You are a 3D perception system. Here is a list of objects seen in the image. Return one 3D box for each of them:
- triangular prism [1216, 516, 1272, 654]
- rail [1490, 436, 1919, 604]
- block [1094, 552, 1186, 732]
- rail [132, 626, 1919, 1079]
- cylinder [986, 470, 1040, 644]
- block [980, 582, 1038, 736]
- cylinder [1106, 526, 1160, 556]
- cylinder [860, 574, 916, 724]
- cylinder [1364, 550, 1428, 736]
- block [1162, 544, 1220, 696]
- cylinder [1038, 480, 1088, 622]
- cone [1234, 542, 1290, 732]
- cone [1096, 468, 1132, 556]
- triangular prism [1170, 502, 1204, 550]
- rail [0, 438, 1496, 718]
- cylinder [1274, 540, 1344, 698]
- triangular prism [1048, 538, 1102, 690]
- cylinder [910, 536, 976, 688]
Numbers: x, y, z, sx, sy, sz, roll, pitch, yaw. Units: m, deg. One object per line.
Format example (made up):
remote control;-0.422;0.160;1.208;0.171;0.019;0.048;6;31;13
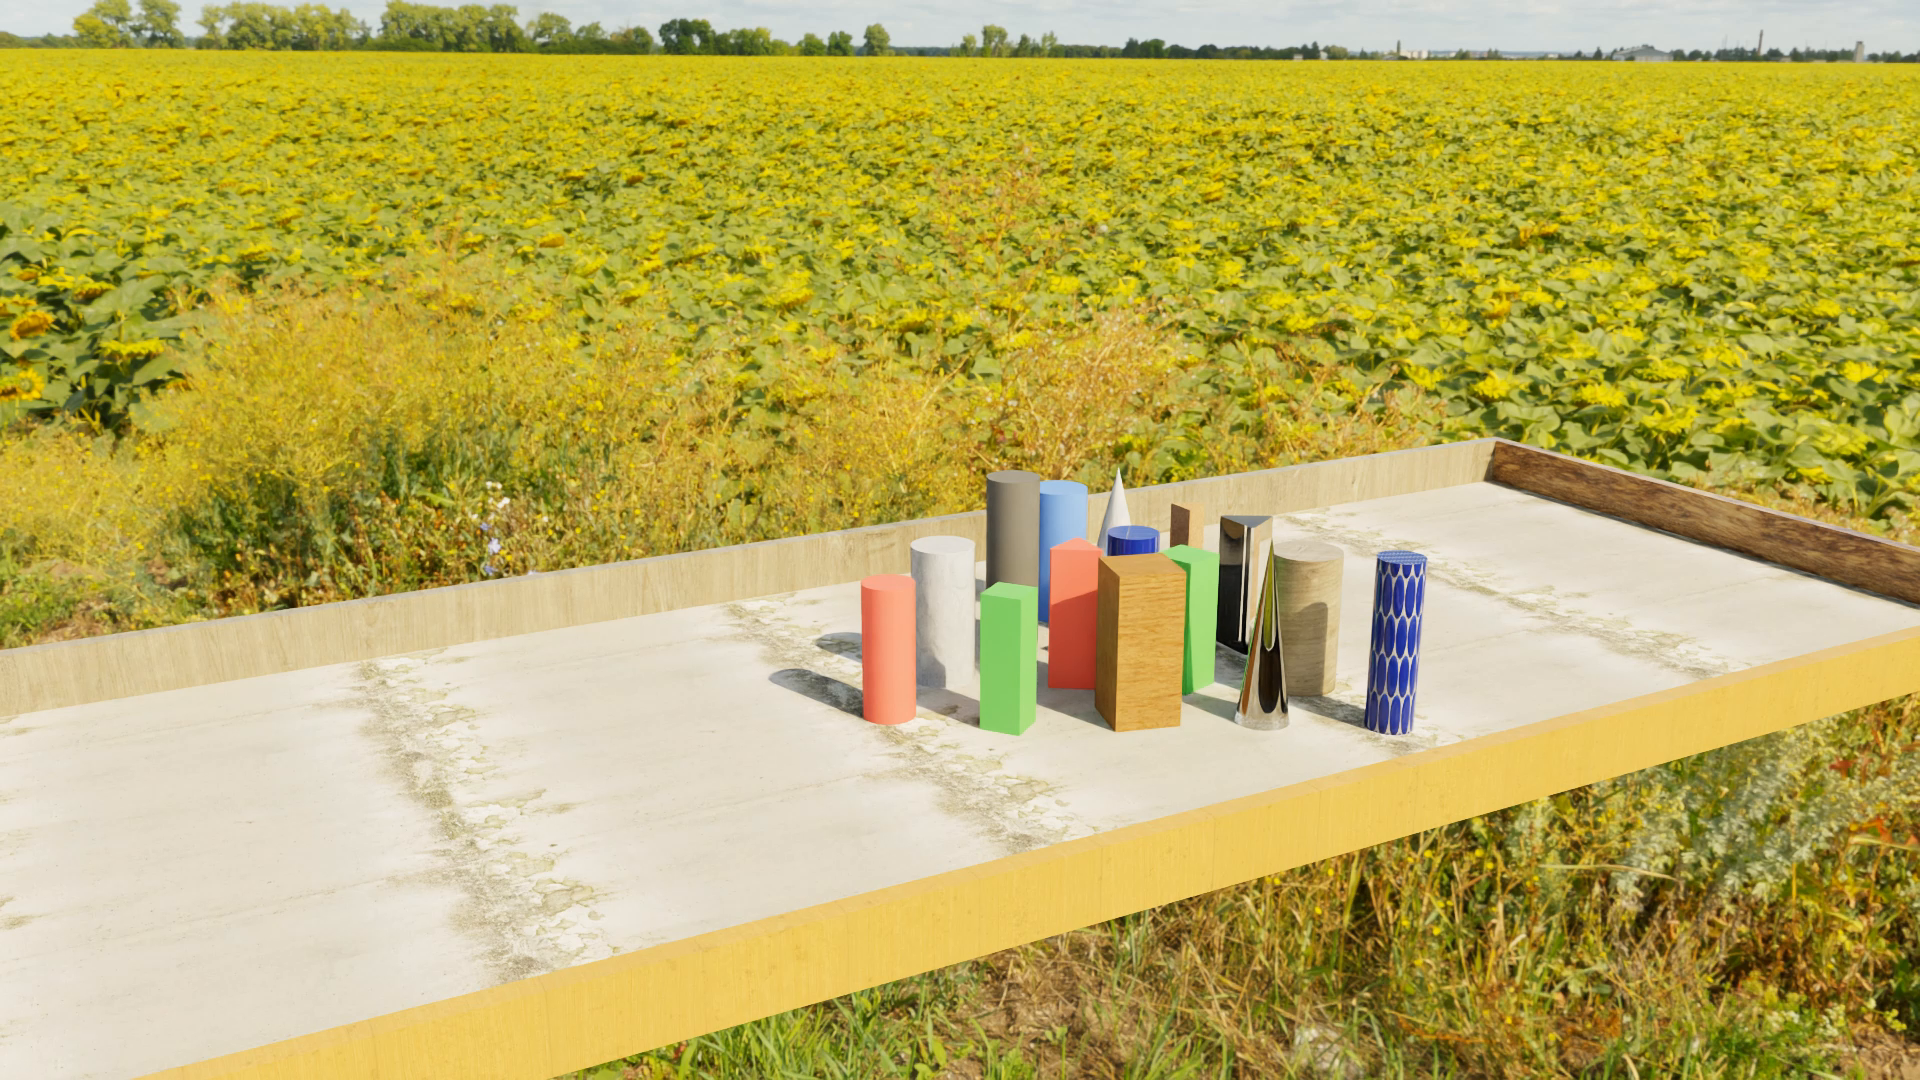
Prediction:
triangular prism;0.737;0.111;4.362;0.117;0.347;0.135;10;19;30
rail;2.466;-0.048;5.253;0.050;0.150;2.100;-9;18;-27
block;0.421;0.238;3.872;0.160;0.379;0.160;-4;17;-13
rail;-2.336;1.006;1.665;12.000;0.150;0.050;-9;18;-27
cylinder;0.139;0.053;4.364;0.140;0.456;0.140;0;16;0
block;0.113;0.276;3.828;0.100;0.332;0.100;7;18;24
cylinder;0.456;0.127;4.376;0.139;0.307;0.139;0;16;0
cylinder;-0.168;0.258;3.889;0.127;0.332;0.127;0;16;0
cylinder;1.006;0.238;3.813;0.113;0.414;0.113;0;16;0
block;0.553;0.197;4.085;0.117;0.339;0.117;15;22;42
cylinder;0.272;0.031;4.599;0.160;0.367;0.160;0;16;0
cone;0.715;0.209;3.838;0.128;0.454;0.128;0;16;0
cone;0.460;-0.040;4.842;0.176;0.365;0.176;0;16;0
triangular prism;0.619;0.056;4.594;0.079;0.321;0.091;10;19;30
rail;-3.305;0.497;3.399;12.000;0.150;0.050;-9;18;-27
cylinder;0.848;0.194;4.079;0.178;0.348;0.178;0;16;0
triangular prism;0.288;0.181;4.100;0.126;0.360;0.109;2;16;6
cylinder;-0.042;0.179;4.126;0.161;0.349;0.161;0;16;0
